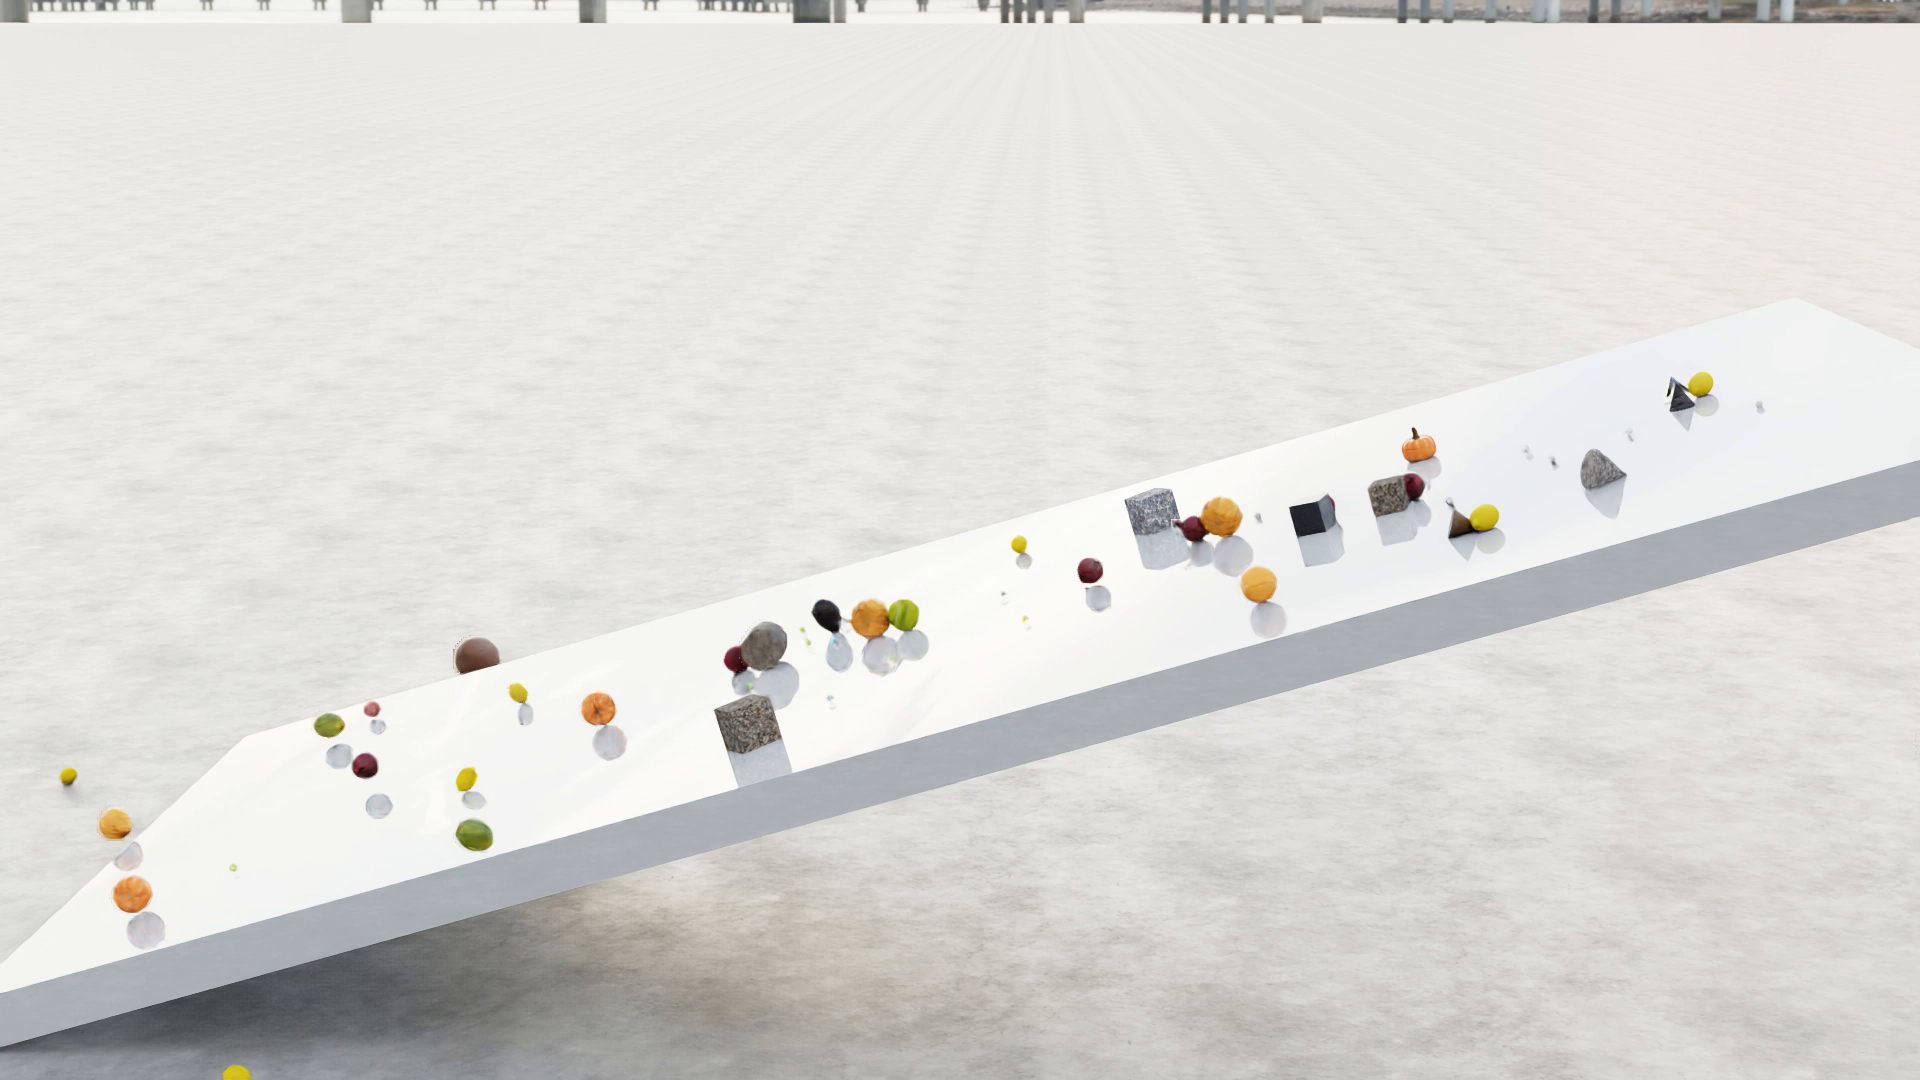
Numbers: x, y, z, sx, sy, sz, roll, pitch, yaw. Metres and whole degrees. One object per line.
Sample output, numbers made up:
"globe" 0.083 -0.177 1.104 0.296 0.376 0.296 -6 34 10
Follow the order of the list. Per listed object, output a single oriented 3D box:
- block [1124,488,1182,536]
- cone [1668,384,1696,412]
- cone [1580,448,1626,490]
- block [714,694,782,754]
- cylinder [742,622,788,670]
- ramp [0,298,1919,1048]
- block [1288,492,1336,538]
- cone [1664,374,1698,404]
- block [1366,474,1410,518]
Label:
"block" 0.433 -0.064 6.609 0.083 0.083 0.083 -21 10 -22
"cone" 1.522 -0.307 6.227 0.057 0.057 0.057 -16 10 3
"cone" 1.268 -0.133 5.740 0.082 0.082 0.082 8 7 -21
"block" -0.409 0.354 5.672 0.086 0.086 0.086 -21 11 -26
"cylinder" -0.423 0.230 6.373 0.089 0.089 0.089 1 11 5
"ramp" 0.090 0.187 6.320 4.000 0.100 2.000 -16 10 5
"block" 0.731 -0.052 6.094 0.067 0.067 0.067 -11 11 30
"cone" 1.551 -0.317 6.317 0.067 0.067 0.067 12 13 8
"block" 0.884 -0.091 6.064 0.064 0.064 0.064 -13 11 23
